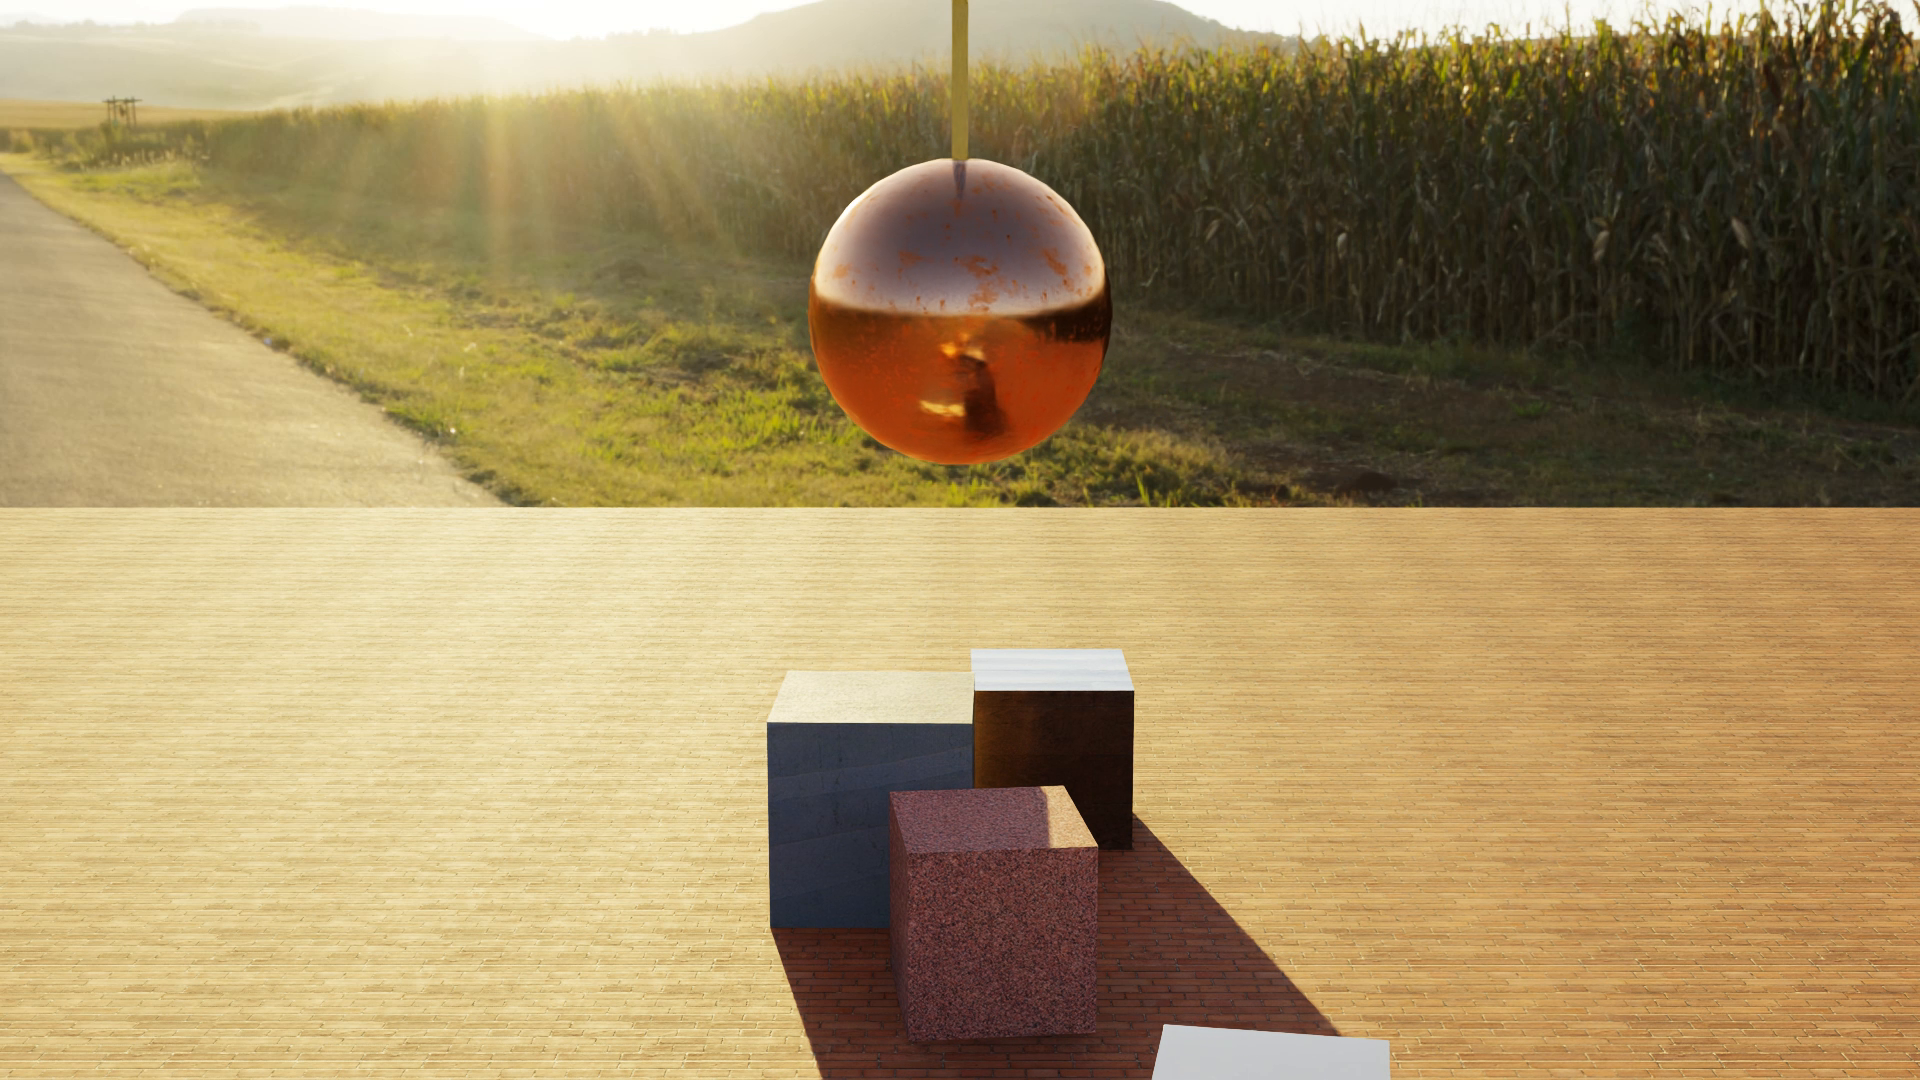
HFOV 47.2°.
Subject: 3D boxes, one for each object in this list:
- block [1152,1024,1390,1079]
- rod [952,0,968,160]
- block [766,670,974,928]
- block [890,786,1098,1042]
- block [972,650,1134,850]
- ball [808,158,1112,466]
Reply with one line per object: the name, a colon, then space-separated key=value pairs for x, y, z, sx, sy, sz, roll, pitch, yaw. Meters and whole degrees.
block: x=0.965 y=1.982 z=6.879 sx=0.726 sy=0.639 sz=0.715 roll=2 pitch=10 yaw=10
rod: x=0.000 y=-4.466 z=10.613 sx=0.080 sy=5.200 sz=0.080 roll=0 pitch=16 yaw=0
block: x=-0.393 y=1.196 z=10.314 sx=0.912 sy=0.957 sz=0.958 roll=0 pitch=10 yaw=1
block: x=0.121 y=1.517 z=9.058 sx=0.752 sy=0.774 sz=0.827 roll=-1 pitch=10 yaw=-7
block: x=0.461 y=1.068 z=11.390 sx=0.804 sy=0.823 sz=0.891 roll=0 pitch=10 yaw=0
ball: x=0.000 y=-1.191 z=11.528 sx=1.600 sy=1.600 sz=1.600 roll=0 pitch=10 yaw=0
